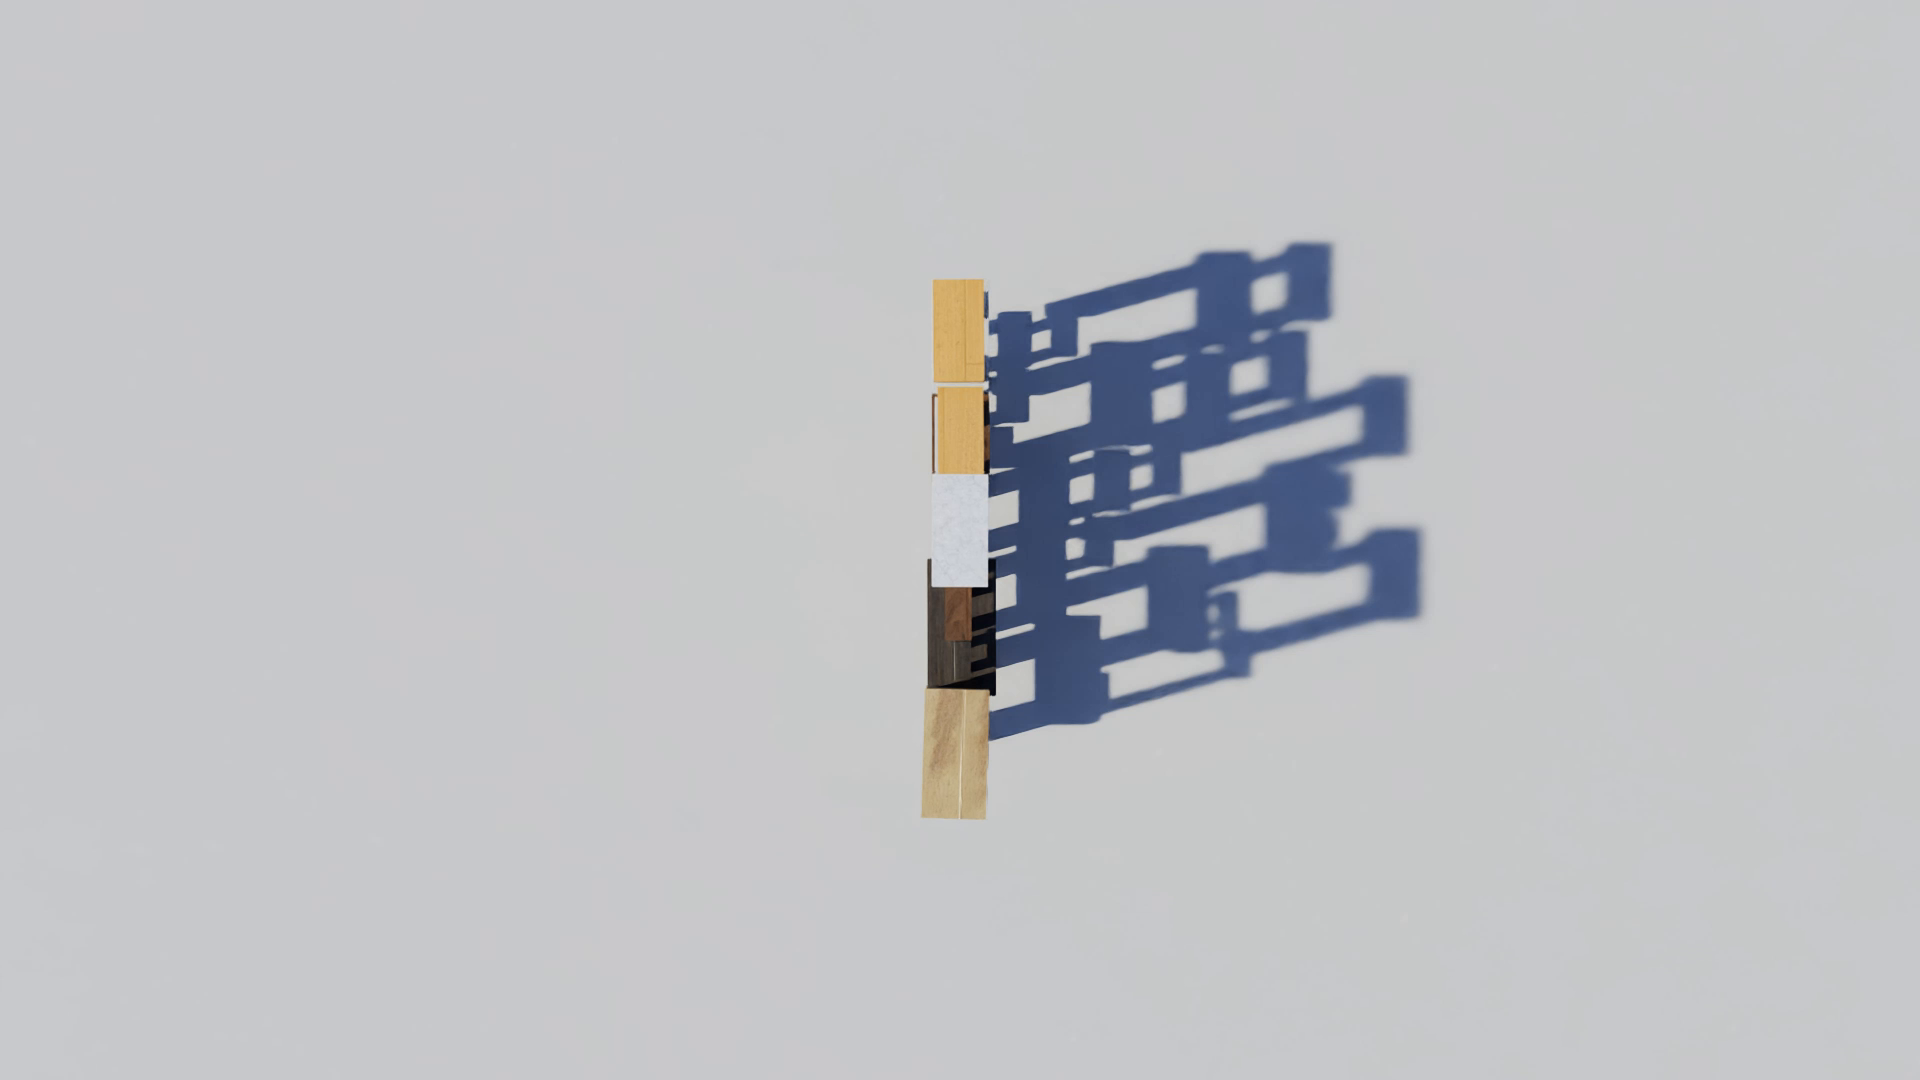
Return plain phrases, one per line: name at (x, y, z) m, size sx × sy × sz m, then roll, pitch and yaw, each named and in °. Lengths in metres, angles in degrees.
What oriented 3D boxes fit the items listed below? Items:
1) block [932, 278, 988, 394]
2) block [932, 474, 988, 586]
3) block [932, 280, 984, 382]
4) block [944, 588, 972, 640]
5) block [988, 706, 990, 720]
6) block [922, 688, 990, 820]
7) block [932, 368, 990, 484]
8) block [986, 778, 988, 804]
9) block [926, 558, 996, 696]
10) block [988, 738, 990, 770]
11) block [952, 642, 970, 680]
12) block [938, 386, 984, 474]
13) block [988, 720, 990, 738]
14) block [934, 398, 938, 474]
block at (0.000, -0.562, 4.570) m, size 0.158 × 0.045 × 0.315 m, roll 0°, pitch 90°, yaw 0°
block at (0.000, -0.023, 4.001) m, size 0.136 × 0.039 × 0.272 m, roll 0°, pitch 90°, yaw 0°
block at (-0.004, -0.540, 4.267) m, size 0.131 × 0.037 × 0.262 m, roll 0°, pitch 90°, yaw 0°
block at (-0.004, 0.186, 4.150) m, size 0.067 × 0.019 × 0.133 m, roll 0°, pitch 90°, yaw 0°
block at (-0.006, 0.412, 4.139) m, size 0.154 × 0.309 × 0.044 m, roll 0°, pitch 90°, yaw 0°
block at (-0.011, 0.511, 3.962) m, size 0.154 × 0.044 × 0.309 m, roll 2°, pitch 90°, yaw 1°
block at (0.002, -0.340, 4.931) m, size 0.171 × 0.049 × 0.343 m, roll 0°, pitch 90°, yaw 0°
block at (-0.008, 0.621, 4.245) m, size 0.154 × 0.524 × 0.044 m, roll 0°, pitch 89°, yaw 1°
block at (0.004, 0.228, 4.318) m, size 0.179 × 0.051 × 0.358 m, roll 0°, pitch 90°, yaw 0°
block at (0.002, 0.532, 5.121) m, size 0.177 × 0.050 × 0.354 m, roll 0°, pitch 90°, yaw 0°
block at (0.002, 0.307, 4.188) m, size 0.049 × 0.014 × 0.098 m, roll 0°, pitch 90°, yaw 0°
block at (0.002, -0.283, 4.348) m, size 0.120 × 0.034 × 0.239 m, roll 0°, pitch 90°, yaw 0°
block at (-0.003, 0.394, 4.726) m, size 0.173 × 0.049 × 0.346 m, roll 0°, pitch 90°, yaw 0°
block at (-0.004, -0.266, 4.623) m, size 0.133 × 0.038 × 0.266 m, roll 0°, pitch 90°, yaw 0°
